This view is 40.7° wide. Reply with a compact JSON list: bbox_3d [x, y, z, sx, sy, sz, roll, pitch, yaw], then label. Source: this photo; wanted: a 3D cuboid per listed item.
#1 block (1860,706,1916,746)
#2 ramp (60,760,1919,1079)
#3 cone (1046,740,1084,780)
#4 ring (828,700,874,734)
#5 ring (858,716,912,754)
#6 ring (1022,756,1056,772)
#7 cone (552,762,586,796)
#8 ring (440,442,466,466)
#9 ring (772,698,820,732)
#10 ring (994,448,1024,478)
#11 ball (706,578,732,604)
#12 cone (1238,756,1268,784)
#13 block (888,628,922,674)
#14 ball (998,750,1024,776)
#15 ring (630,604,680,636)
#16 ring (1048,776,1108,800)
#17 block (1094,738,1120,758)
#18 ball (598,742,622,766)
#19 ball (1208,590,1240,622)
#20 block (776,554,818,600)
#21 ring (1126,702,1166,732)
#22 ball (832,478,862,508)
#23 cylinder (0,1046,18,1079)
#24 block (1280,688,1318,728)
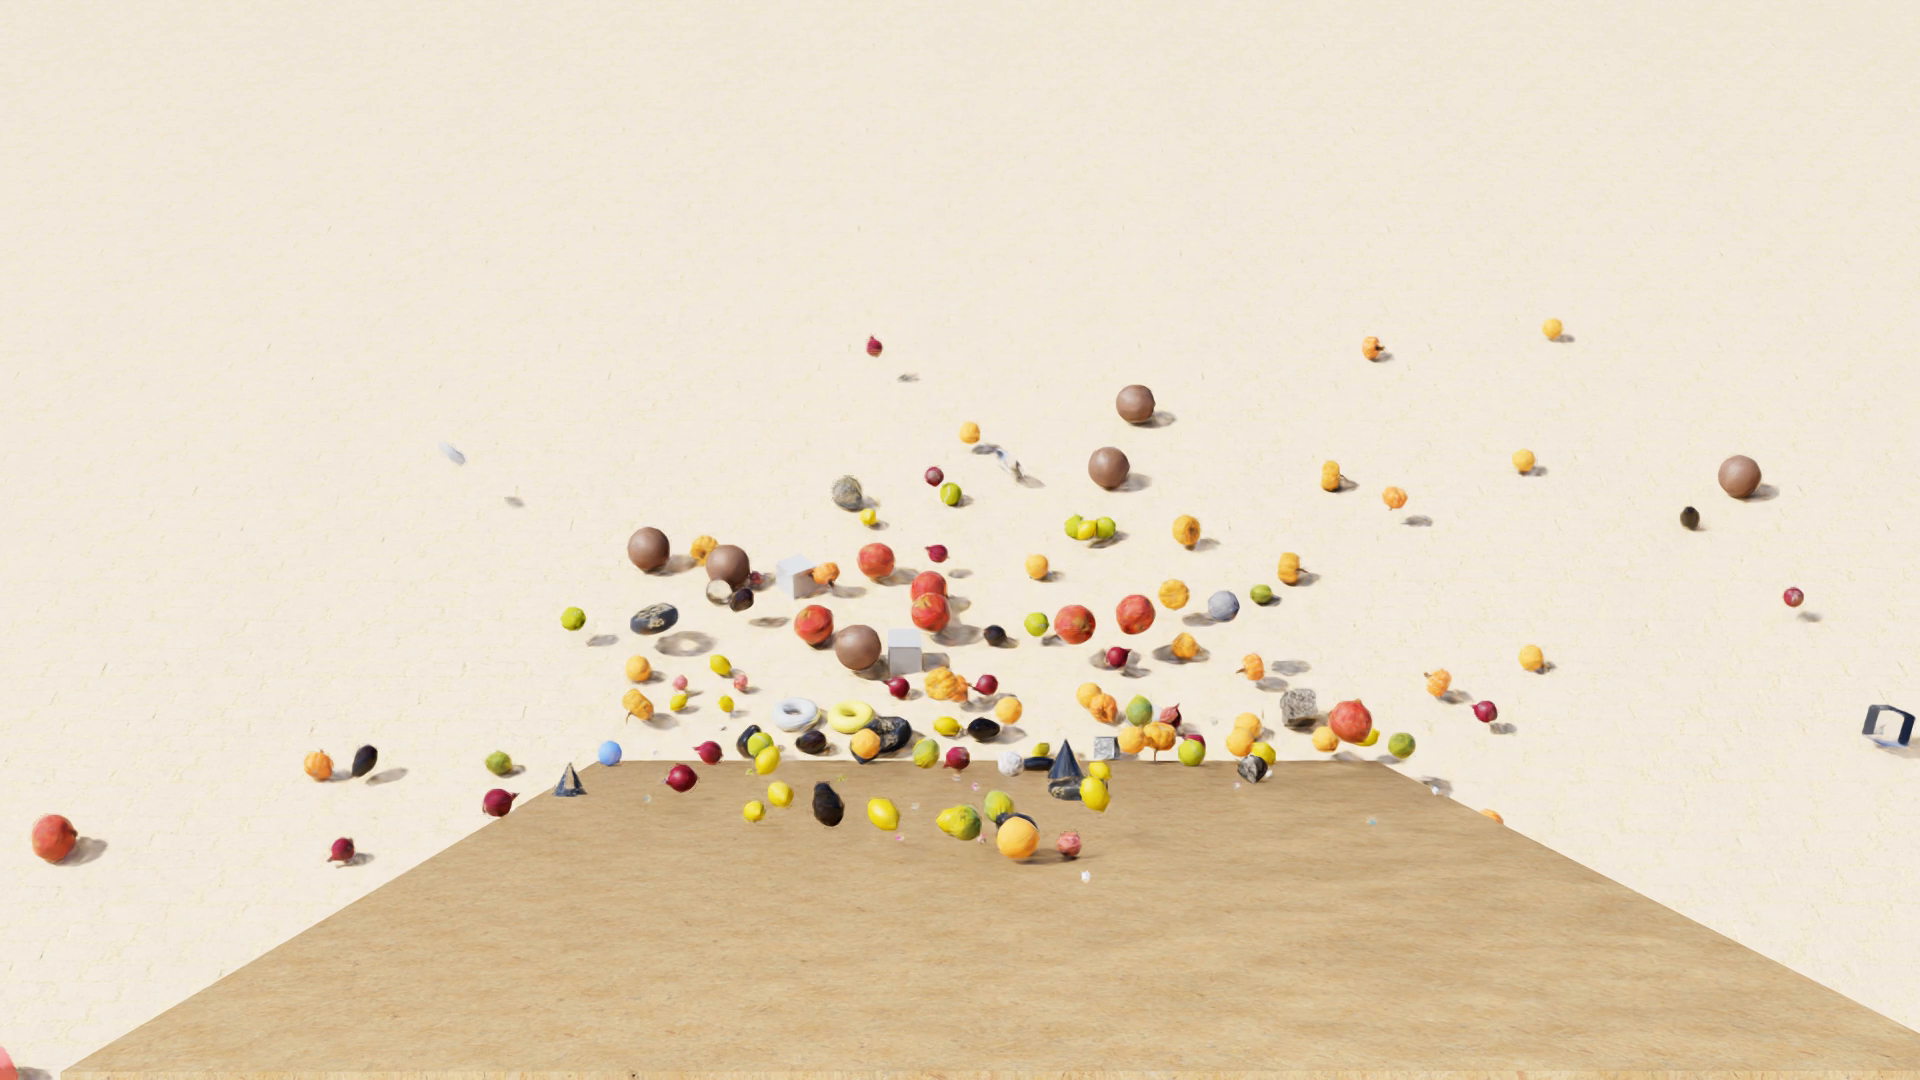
[{"bbox_3d":[2.449,0.491,6.831,0.085,0.085,0.085,24,-12,-17],"label":"block"},{"bbox_3d":[0.068,0.608,4.677,2.000,0.100,4.000,0,0,0],"label":"ramp"},{"bbox_3d":[0.251,0.517,6.142,0.097,0.097,0.097,0,0,0],"label":"cone"},{"bbox_3d":[-0.292,0.475,6.961,0.127,0.042,0.127,-1,30,1],"label":"ring"},{"bbox_3d":[-0.200,0.517,6.870,0.147,0.049,0.147,-10,26,5],"label":"ring"},{"bbox_3d":[0.196,0.550,6.364,0.098,0.033,0.098,-1,0,0],"label":"ring"},{"bbox_3d":[-0.865,0.525,5.736,0.076,0.076,0.076,0,0,0],"label":"cone"},{"bbox_3d":[-1.543,-0.262,7.871,0.031,0.094,0.094,-49,43,-2],"label":"ring"},{"bbox_3d":[-0.443,0.469,6.969,0.131,0.044,0.131,-1,31,1],"label":"ring"},{"bbox_3d":[0.151,-0.239,8.057,0.037,0.111,0.111,-46,46,-11],"label":"ring"},{"bbox_3d":[-0.697,0.150,7.475,0.075,0.075,0.075,0,31,0],"label":"ball"},{"bbox_3d":[0.683,0.549,6.024,0.069,0.069,0.069,1,26,2],"label":"cone"},{"bbox_3d":[-0.153,0.310,7.192,0.090,0.090,0.090,-1,31,-2],"label":"block"},{"bbox_3d":[0.121,0.534,6.181,0.063,0.063,0.063,0,31,0],"label":"ball"},{"bbox_3d":[-0.855,0.223,7.240,0.143,0.048,0.143,-14,21,5],"label":"ring"},{"bbox_3d":[0.258,0.541,5.644,0.131,0.044,0.131,-1,-1,0],"label":"ring"},{"bbox_3d":[0.386,0.545,6.795,0.054,0.054,0.054,-1,-3,22],"label":"block"},{"bbox_3d":[-0.879,0.536,6.501,0.062,0.062,0.062,0,31,0],"label":"ball"},{"bbox_3d":[0.717,0.181,7.045,0.088,0.088,0.088,0,31,0],"label":"ball"},{"bbox_3d":[-0.474,0.107,7.537,0.086,0.086,0.086,-21,37,-31],"label":"block"},{"bbox_3d":[0.500,0.477,6.962,0.112,0.037,0.112,1,30,-1],"label":"ring"},{"bbox_3d":[-0.346,-0.145,7.950,0.096,0.096,0.096,0,31,0],"label":"ball"},{"bbox_3d":[-2.148,1.180,5.718,0.093,0.093,0.093,26,39,37],"label":"cylinder"},{"bbox_3d":[0.907,0.450,6.934,0.079,0.079,0.079,-3,67,-7],"label":"block"}]
